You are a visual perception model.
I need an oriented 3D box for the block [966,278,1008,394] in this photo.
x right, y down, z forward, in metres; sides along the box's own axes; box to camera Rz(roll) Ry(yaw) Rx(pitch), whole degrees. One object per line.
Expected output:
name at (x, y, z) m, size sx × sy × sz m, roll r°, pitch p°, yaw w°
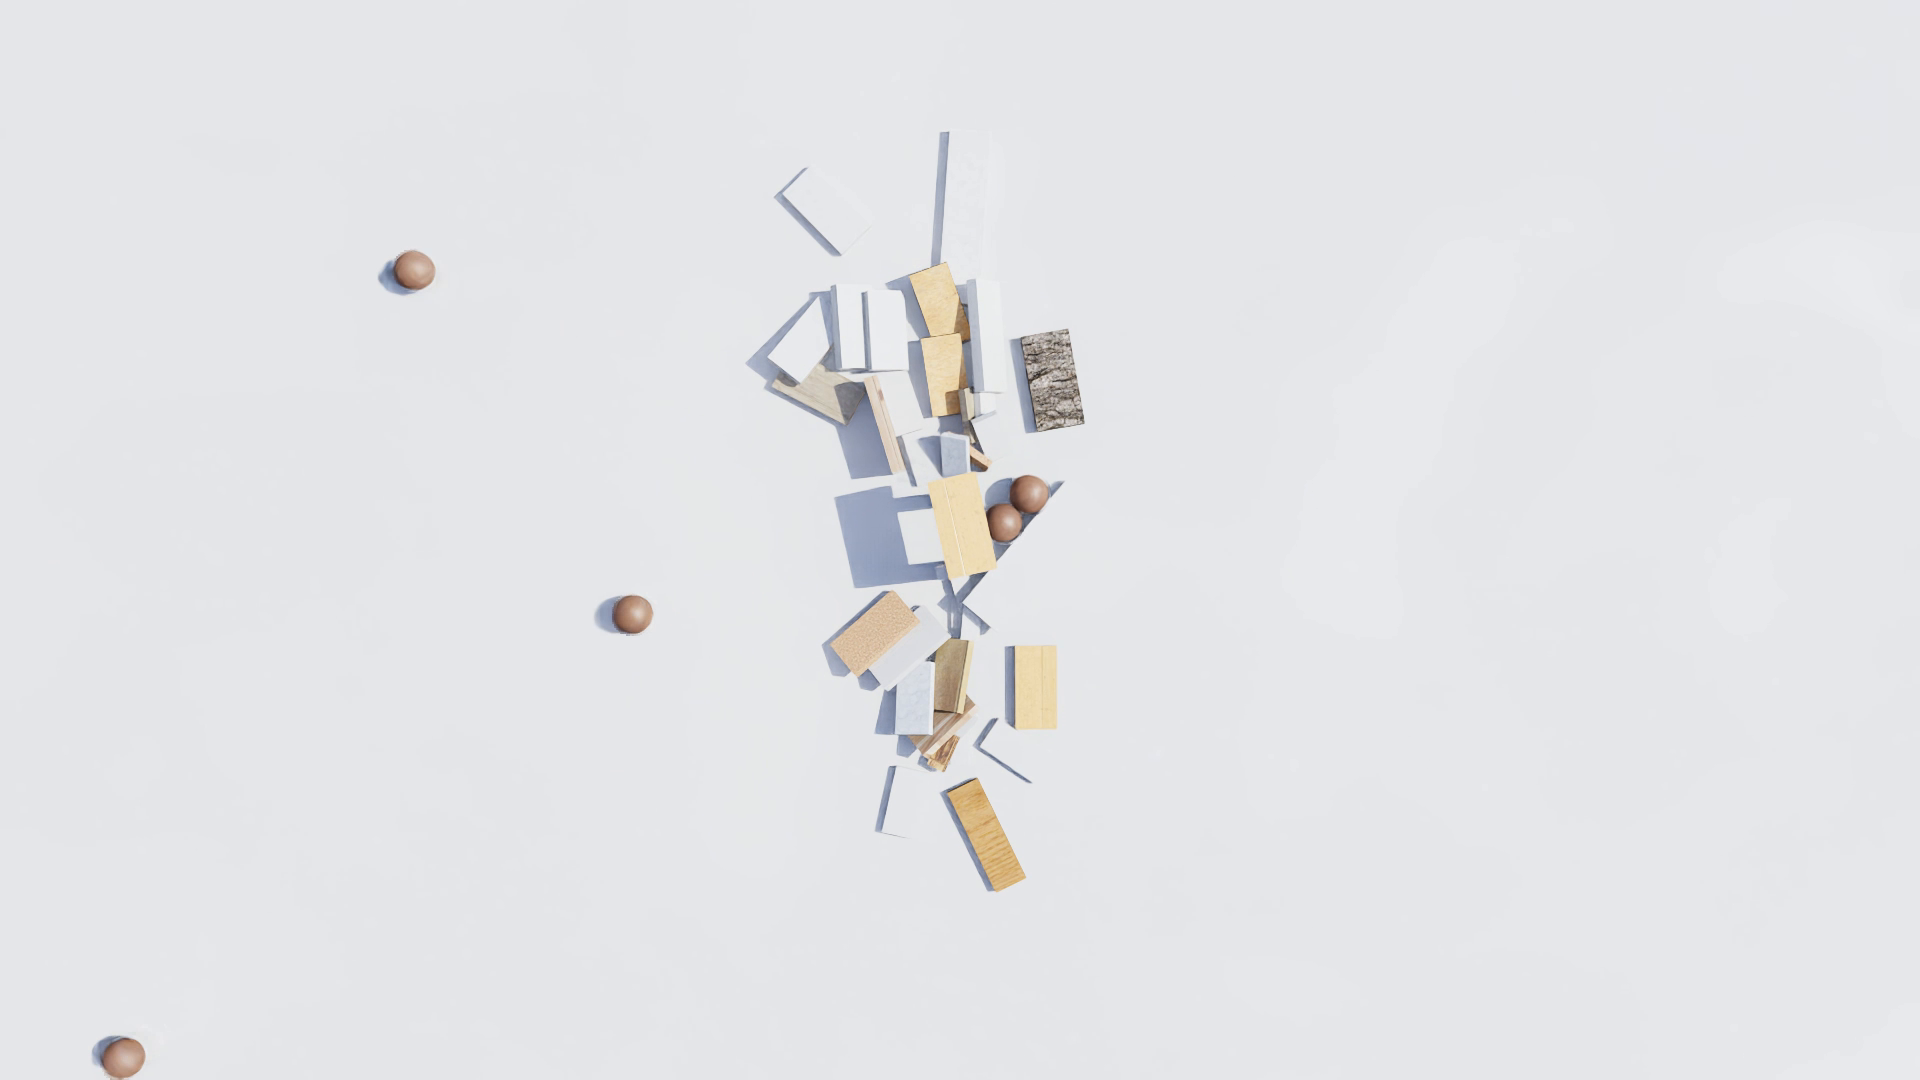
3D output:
block at (0.089, -0.670, 5.433) m, size 0.039 × 0.137 × 0.367 m, roll -4°, pitch 90°, yaw 35°

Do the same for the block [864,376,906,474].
block at (-0.245, -0.377, 5.420) m, size 0.045 × 0.159 × 0.319 m, roll -17°, pitch 90°, yaw 0°

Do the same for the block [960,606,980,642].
block at (0.037, 0.272, 5.458) m, size 0.060 × 0.017 × 0.121 m, roll 5°, pitch 90°, yaw -3°

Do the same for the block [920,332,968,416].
block at (-0.045, -0.547, 5.456) m, size 0.130 × 0.037 × 0.260 m, roll -9°, pitch 102°, yaw 0°

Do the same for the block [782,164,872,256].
block at (-0.441, -1.096, 5.480) m, size 0.140 × 0.040 × 0.279 m, roll -44°, pitch 90°, yaw 0°

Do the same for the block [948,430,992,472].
block at (0.024, -0.292, 5.454) m, size 0.177 × 0.089 × 0.025 m, roll 35°, pitch 80°, yaw 0°

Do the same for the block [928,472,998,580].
block at (0.007, -0.046, 5.166) m, size 0.156 × 0.044 × 0.311 m, roll -13°, pitch 90°, yaw 0°

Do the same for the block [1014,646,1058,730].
block at (0.253, 0.489, 5.480) m, size 0.138 × 0.039 × 0.276 m, roll 0°, pitch 90°, yaw 0°

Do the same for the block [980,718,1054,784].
block at (0.190, 0.701, 5.484) m, size 0.223 × 0.032 × 0.112 m, roll 34°, pitch 90°, yaw 0°

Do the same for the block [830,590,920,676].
block at (-0.281, 0.308, 5.455) m, size 0.276 × 0.039 × 0.138 m, roll -41°, pitch 67°, yaw 0°

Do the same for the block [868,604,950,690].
block at (-0.179, 0.355, 5.452) m, size 0.276 × 0.039 × 0.138 m, roll -41°, pitch 64°, yaw 0°

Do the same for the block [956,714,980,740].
block at (0.001, 0.616, 5.467) m, size 0.063 × 0.018 × 0.127 m, roll 44°, pitch 98°, yaw 9°

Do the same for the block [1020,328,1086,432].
block at (0.308, -0.530, 5.477) m, size 0.159 × 0.045 × 0.319 m, roll -10°, pitch 90°, yaw 0°

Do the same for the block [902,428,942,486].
block at (-0.124, -0.275, 5.487) m, size 0.089 × 0.025 × 0.177 m, roll -17°, pitch 90°, yaw 0°

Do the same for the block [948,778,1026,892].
block at (0.089, 0.981, 5.484) m, size 0.112 × 0.032 × 0.368 m, roll -26°, pitch 90°, yaw 0°

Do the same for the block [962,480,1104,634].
block at (0.240, 0.055, 5.451) m, size 0.159 × 0.045 × 0.536 m, roll 40°, pitch 84°, yaw 0°

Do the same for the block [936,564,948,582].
block at (0.002, 0.092, 5.344) m, size 0.156 × 0.311 × 0.044 m, roll -13°, pitch 90°, yaw 0°

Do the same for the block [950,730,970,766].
block at (0.002, 0.685, 5.491) m, size 0.063 × 0.018 × 0.127 m, roll 3°, pitch 90°, yaw 0°

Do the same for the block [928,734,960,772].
block at (-0.053, 0.698, 5.458) m, size 0.063 × 0.018 × 0.127 m, roll 25°, pitch 94°, yaw 11°

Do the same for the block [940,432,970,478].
block at (-0.014, -0.265, 5.425) m, size 0.090 × 0.025 × 0.179 m, roll 11°, pitch 127°, yaw 19°

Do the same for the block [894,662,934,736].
block at (-0.148, 0.523, 5.438) m, size 0.119 × 0.034 × 0.239 m, roll -3°, pitch 77°, yaw 20°

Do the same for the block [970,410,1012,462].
block at (0.105, -0.339, 5.433) m, size 0.089 × 0.025 × 0.177 m, roll -23°, pitch 131°, yaw 0°

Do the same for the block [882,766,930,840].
block at (-0.180, 0.872, 5.484) m, size 0.112 × 0.032 × 0.223 m, roll 13°, pitch 90°, yaw 0°

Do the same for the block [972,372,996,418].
block at (0.082, -0.463, 5.456) m, size 0.025 × 0.090 × 0.179 m, roll -4°, pitch 90°, yaw 35°

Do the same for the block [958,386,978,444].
block at (0.041, -0.415, 5.442) m, size 0.025 × 0.090 × 0.179 m, roll -1°, pitch 101°, yaw 34°

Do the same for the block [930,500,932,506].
block at (-0.017, -0.139, 5.344) m, size 0.156 × 0.311 × 0.044 m, roll -4°, pitch 90°, yaw 0°

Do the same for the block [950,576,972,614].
block at (0.013, 0.180, 5.473) m, size 0.060 × 0.017 × 0.121 m, roll -15°, pitch 91°, yaw -3°

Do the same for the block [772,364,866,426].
block at (-0.467, -0.506, 5.480) m, size 0.279 × 0.040 × 0.140 m, roll 28°, pitch 90°, yaw 0°

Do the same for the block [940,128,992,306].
block at (0.016, -1.071, 5.480) m, size 0.139 × 0.040 × 0.576 m, roll 4°, pitch 90°, yaw 0°

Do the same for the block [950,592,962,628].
block at (0.001, 0.231, 5.491) m, size 0.060 × 0.017 × 0.121 m, roll -1°, pitch 90°, yaw 0°

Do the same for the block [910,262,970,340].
block at (-0.061, -0.773, 5.445) m, size 0.130 × 0.037 × 0.260 m, roll -19°, pitch 103°, yaw 6°

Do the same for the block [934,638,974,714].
block at (-0.030, 0.445, 5.437) m, size 0.119 × 0.034 × 0.239 m, roll 4°, pitch 81°, yaw 33°

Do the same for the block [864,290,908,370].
block at (-0.244, -0.693, 5.456) m, size 0.130 × 0.037 × 0.260 m, roll -3°, pitch 90°, yaw -24°

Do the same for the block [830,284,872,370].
block at (-0.350, -0.703, 5.443) m, size 0.137 × 0.039 × 0.275 m, roll -4°, pitch 91°, yaw -35°

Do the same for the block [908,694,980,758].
block at (-0.058, 0.598, 5.448) m, size 0.239 × 0.034 × 0.119 m, roll -44°, pitch 49°, yaw 0°

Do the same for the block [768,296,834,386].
block at (-0.497, -0.659, 5.450) m, size 0.137 × 0.039 × 0.275 m, roll 38°, pitch 77°, yaw 0°
